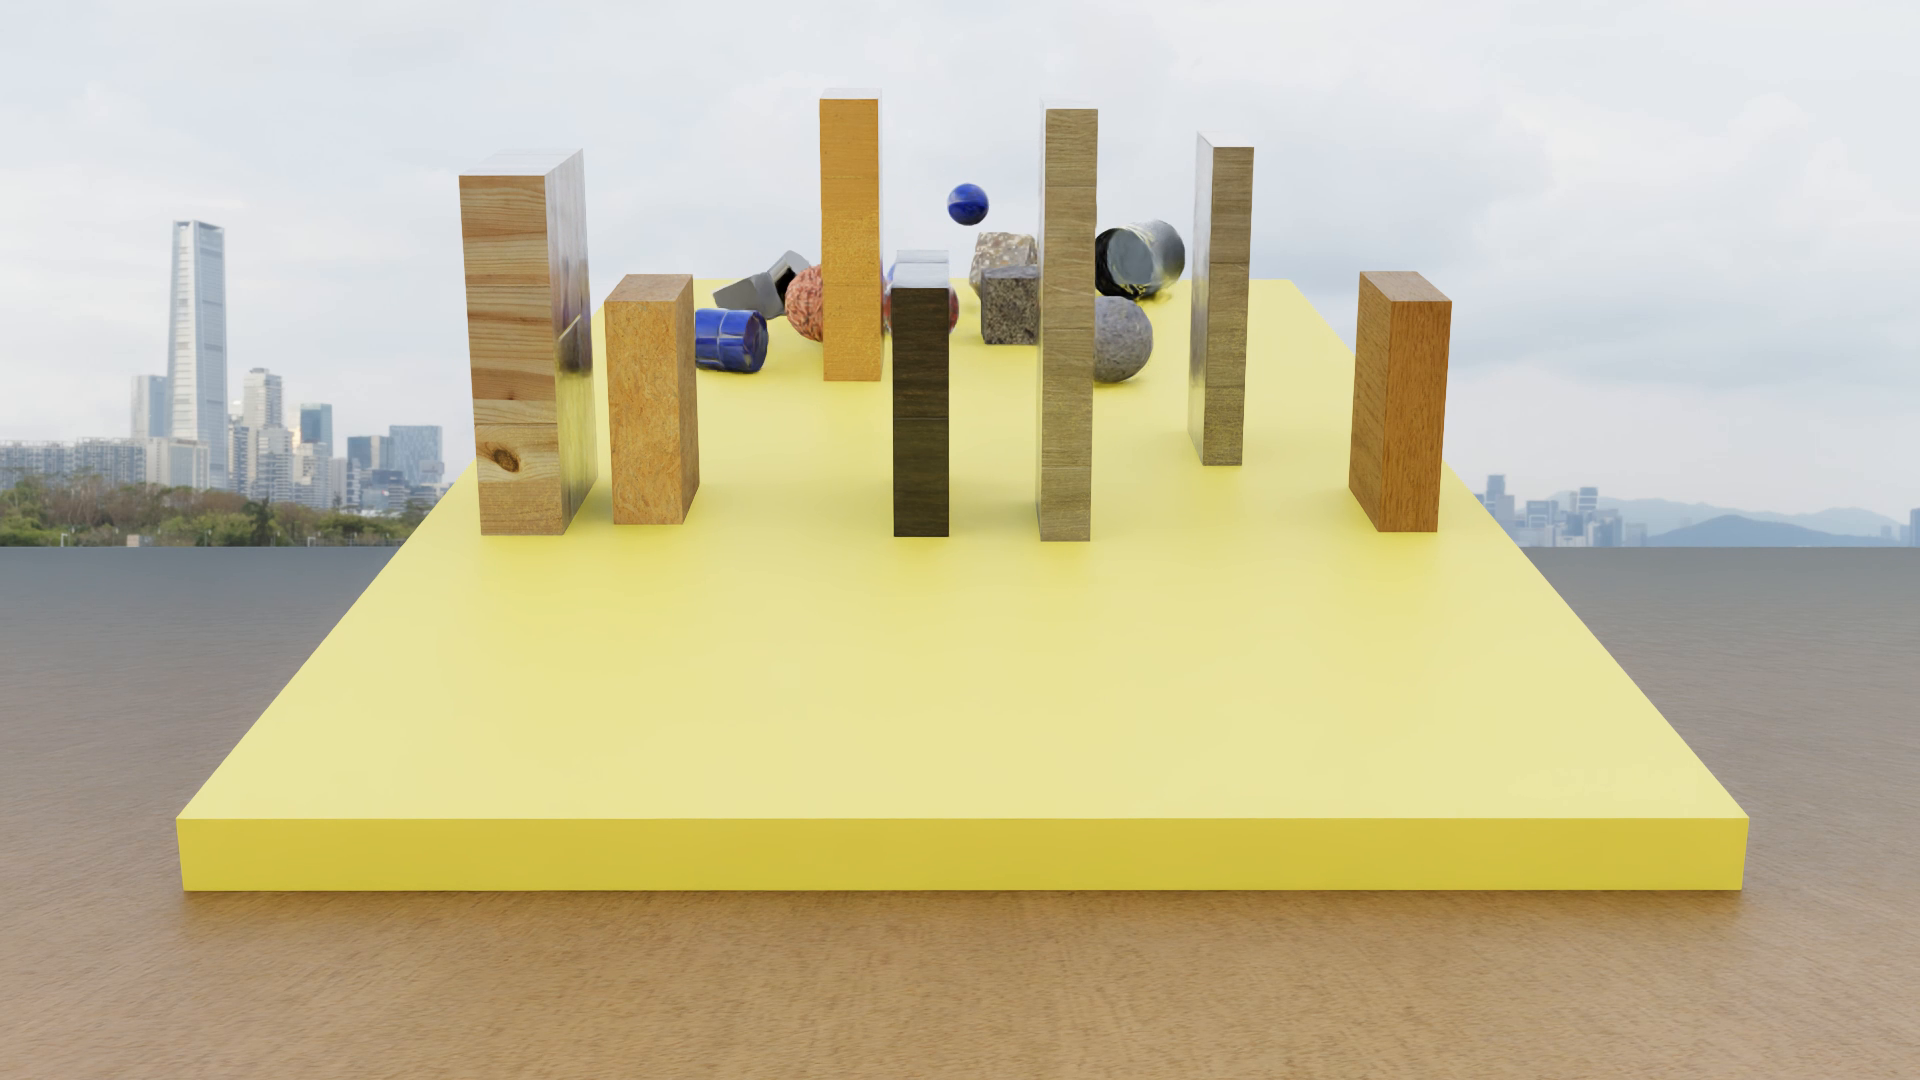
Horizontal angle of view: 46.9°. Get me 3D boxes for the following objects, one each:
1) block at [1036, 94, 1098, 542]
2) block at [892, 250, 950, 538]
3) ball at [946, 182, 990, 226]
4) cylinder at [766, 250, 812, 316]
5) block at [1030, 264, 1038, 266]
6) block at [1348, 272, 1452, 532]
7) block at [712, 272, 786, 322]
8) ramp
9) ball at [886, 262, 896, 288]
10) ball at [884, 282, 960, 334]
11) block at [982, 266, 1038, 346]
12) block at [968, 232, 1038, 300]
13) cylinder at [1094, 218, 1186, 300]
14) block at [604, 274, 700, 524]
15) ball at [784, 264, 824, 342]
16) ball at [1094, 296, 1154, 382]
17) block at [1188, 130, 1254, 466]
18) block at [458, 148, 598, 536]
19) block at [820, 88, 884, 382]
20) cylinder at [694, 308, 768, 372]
[{"bbox_3d":[0.190,-0.406,4.022,0.090,0.771,0.277,0,17,0],"label":"block"},{"bbox_3d":[-0.071,-0.284,4.162,0.101,0.457,0.421,0,17,0],"label":"block"},{"bbox_3d":[0.024,-0.971,6.401,0.125,0.125,0.125,0,0,0],"label":"ball"},{"bbox_3d":[-0.461,-0.686,5.924,0.125,0.125,0.125,-42,-20,24],"label":"cylinder"},{"bbox_3d":[0.230,-0.678,6.030,0.110,0.110,0.110,37,35,27],"label":"block"},{"bbox_3d":[0.820,-0.265,4.150,0.108,0.428,0.318,0,17,0],"label":"block"},{"bbox_3d":[-0.541,-0.608,5.691,0.117,0.117,0.117,-21,6,23],"label":"block"},{"bbox_3d":[-0.002,-0.167,4.746,2.000,0.100,4.000,0,17,0],"label":"ramp"},{"bbox_3d":[-0.123,-0.702,6.084,0.166,0.166,0.166,0,0,0],"label":"ball"},{"bbox_3d":[-0.101,-0.590,5.645,0.200,0.200,0.200,0,0,0],"label":"ball"},{"bbox_3d":[0.149,-0.608,5.754,0.174,0.174,0.174,-1,17,-3],"label":"block"},{"bbox_3d":[0.132,-0.751,6.164,0.154,0.154,0.154,6,-16,20],"label":"block"},{"bbox_3d":[0.506,-0.803,6.345,0.210,0.210,0.210,0,14,33],"label":"cylinder"},{"bbox_3d":[-0.578,-0.270,4.182,0.128,0.418,0.290,0,17,0],"label":"block"},{"bbox_3d":[-0.348,-0.601,5.620,0.195,0.195,0.195,0,0,0],"label":"ball"},{"bbox_3d":[0.356,-0.476,5.253,0.207,0.207,0.207,0,0,0],"label":"ball"},{"bbox_3d":[0.535,-0.505,4.579,0.081,0.645,0.310,0,17,0],"label":"block"},{"bbox_3d":[-0.798,-0.381,4.141,0.149,0.652,0.419,0,17,0],"label":"block"},{"bbox_3d":[-0.257,-0.738,5.328,0.136,0.664,0.292,0,17,0],"label":"block"},{"bbox_3d":[-0.564,-0.486,5.381,0.149,0.149,0.149,6,2,18],"label":"cylinder"}]
